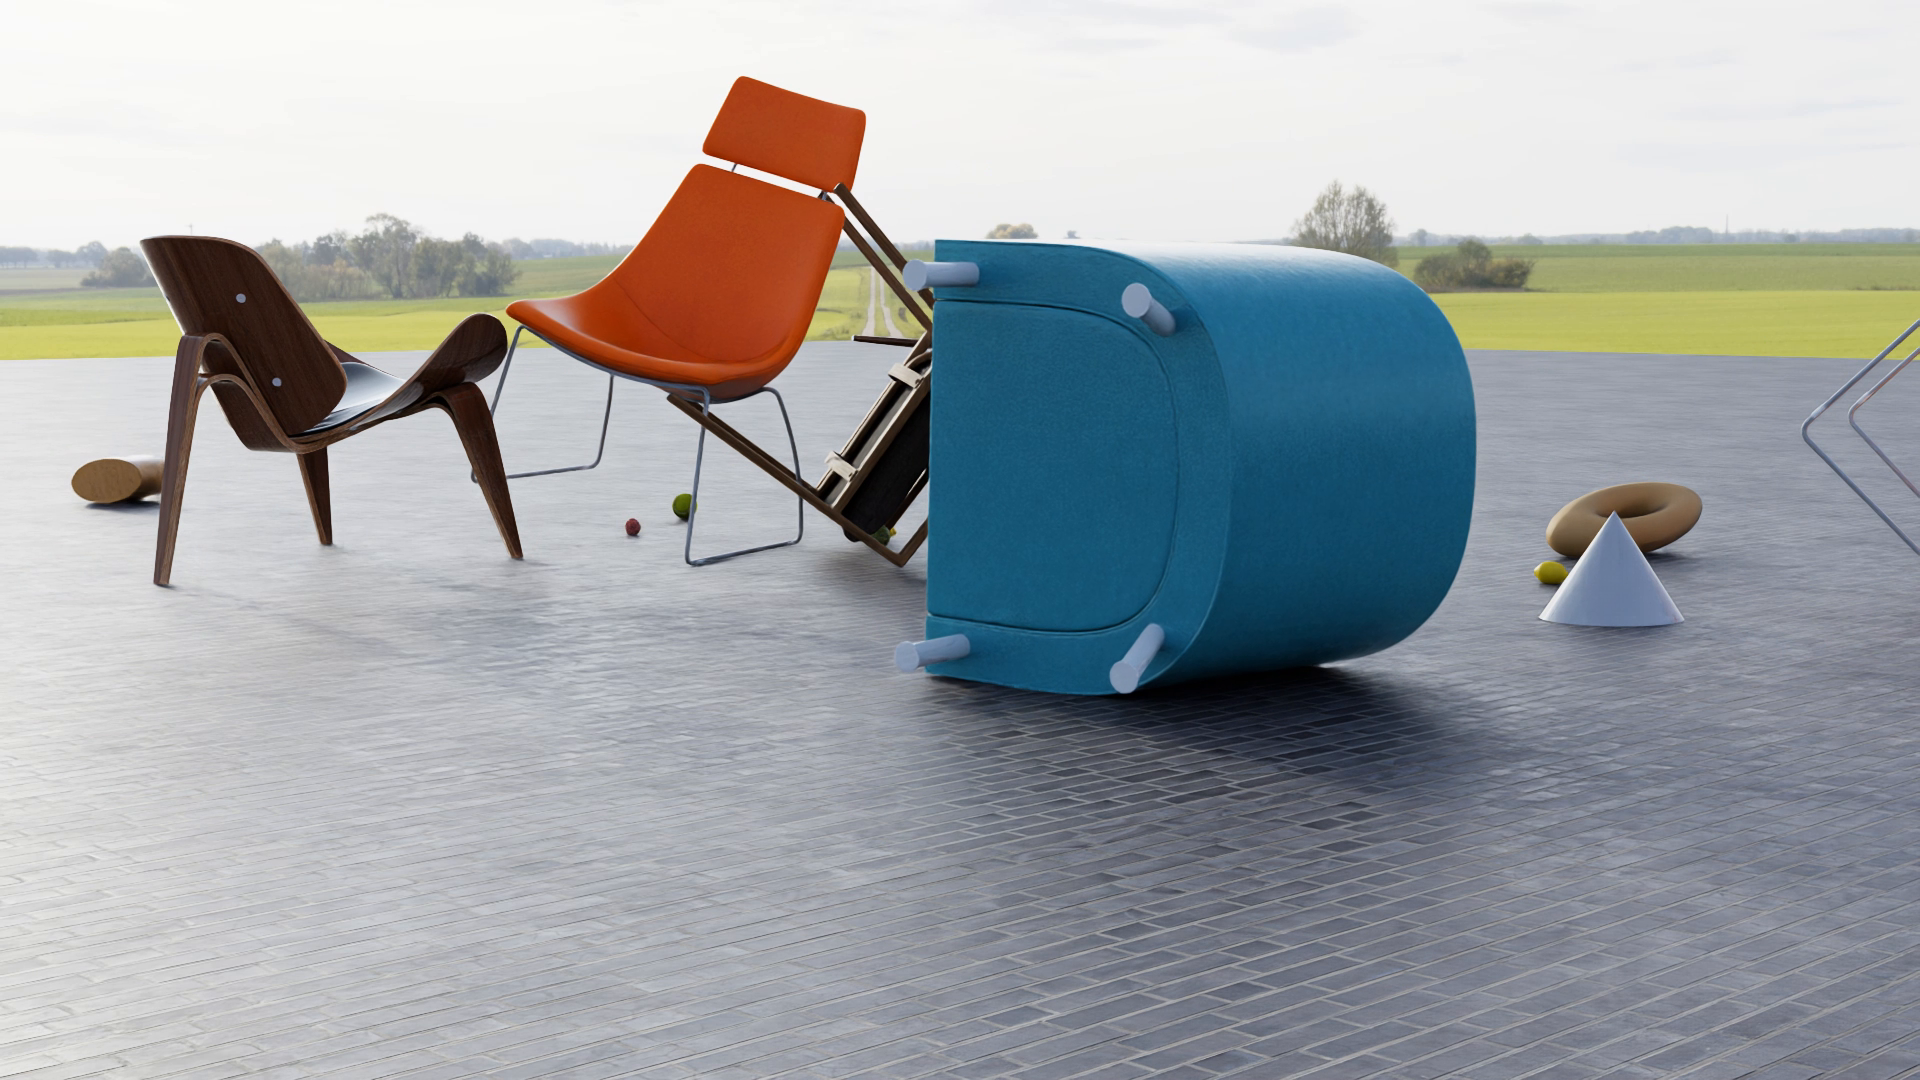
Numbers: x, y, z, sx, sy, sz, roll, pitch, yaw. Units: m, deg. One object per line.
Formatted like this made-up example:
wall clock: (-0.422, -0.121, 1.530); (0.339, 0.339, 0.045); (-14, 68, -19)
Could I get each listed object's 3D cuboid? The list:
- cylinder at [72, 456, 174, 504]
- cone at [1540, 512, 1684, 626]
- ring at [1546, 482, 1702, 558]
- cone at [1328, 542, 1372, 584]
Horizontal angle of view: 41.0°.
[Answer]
cylinder: (-2.448, -0.178, 7.501); (0.252, 0.128, 0.144); (-6, 3, 22)
cone: (1.258, 0.046, 4.943); (0.280, 0.209, 0.239); (-1, 6, -11)
ring: (1.586, -0.047, 6.116); (0.483, 0.108, 0.184); (-12, 41, -30)
cone: (0.860, 0.070, 5.523); (0.119, 0.067, 0.107); (-35, -30, -3)
